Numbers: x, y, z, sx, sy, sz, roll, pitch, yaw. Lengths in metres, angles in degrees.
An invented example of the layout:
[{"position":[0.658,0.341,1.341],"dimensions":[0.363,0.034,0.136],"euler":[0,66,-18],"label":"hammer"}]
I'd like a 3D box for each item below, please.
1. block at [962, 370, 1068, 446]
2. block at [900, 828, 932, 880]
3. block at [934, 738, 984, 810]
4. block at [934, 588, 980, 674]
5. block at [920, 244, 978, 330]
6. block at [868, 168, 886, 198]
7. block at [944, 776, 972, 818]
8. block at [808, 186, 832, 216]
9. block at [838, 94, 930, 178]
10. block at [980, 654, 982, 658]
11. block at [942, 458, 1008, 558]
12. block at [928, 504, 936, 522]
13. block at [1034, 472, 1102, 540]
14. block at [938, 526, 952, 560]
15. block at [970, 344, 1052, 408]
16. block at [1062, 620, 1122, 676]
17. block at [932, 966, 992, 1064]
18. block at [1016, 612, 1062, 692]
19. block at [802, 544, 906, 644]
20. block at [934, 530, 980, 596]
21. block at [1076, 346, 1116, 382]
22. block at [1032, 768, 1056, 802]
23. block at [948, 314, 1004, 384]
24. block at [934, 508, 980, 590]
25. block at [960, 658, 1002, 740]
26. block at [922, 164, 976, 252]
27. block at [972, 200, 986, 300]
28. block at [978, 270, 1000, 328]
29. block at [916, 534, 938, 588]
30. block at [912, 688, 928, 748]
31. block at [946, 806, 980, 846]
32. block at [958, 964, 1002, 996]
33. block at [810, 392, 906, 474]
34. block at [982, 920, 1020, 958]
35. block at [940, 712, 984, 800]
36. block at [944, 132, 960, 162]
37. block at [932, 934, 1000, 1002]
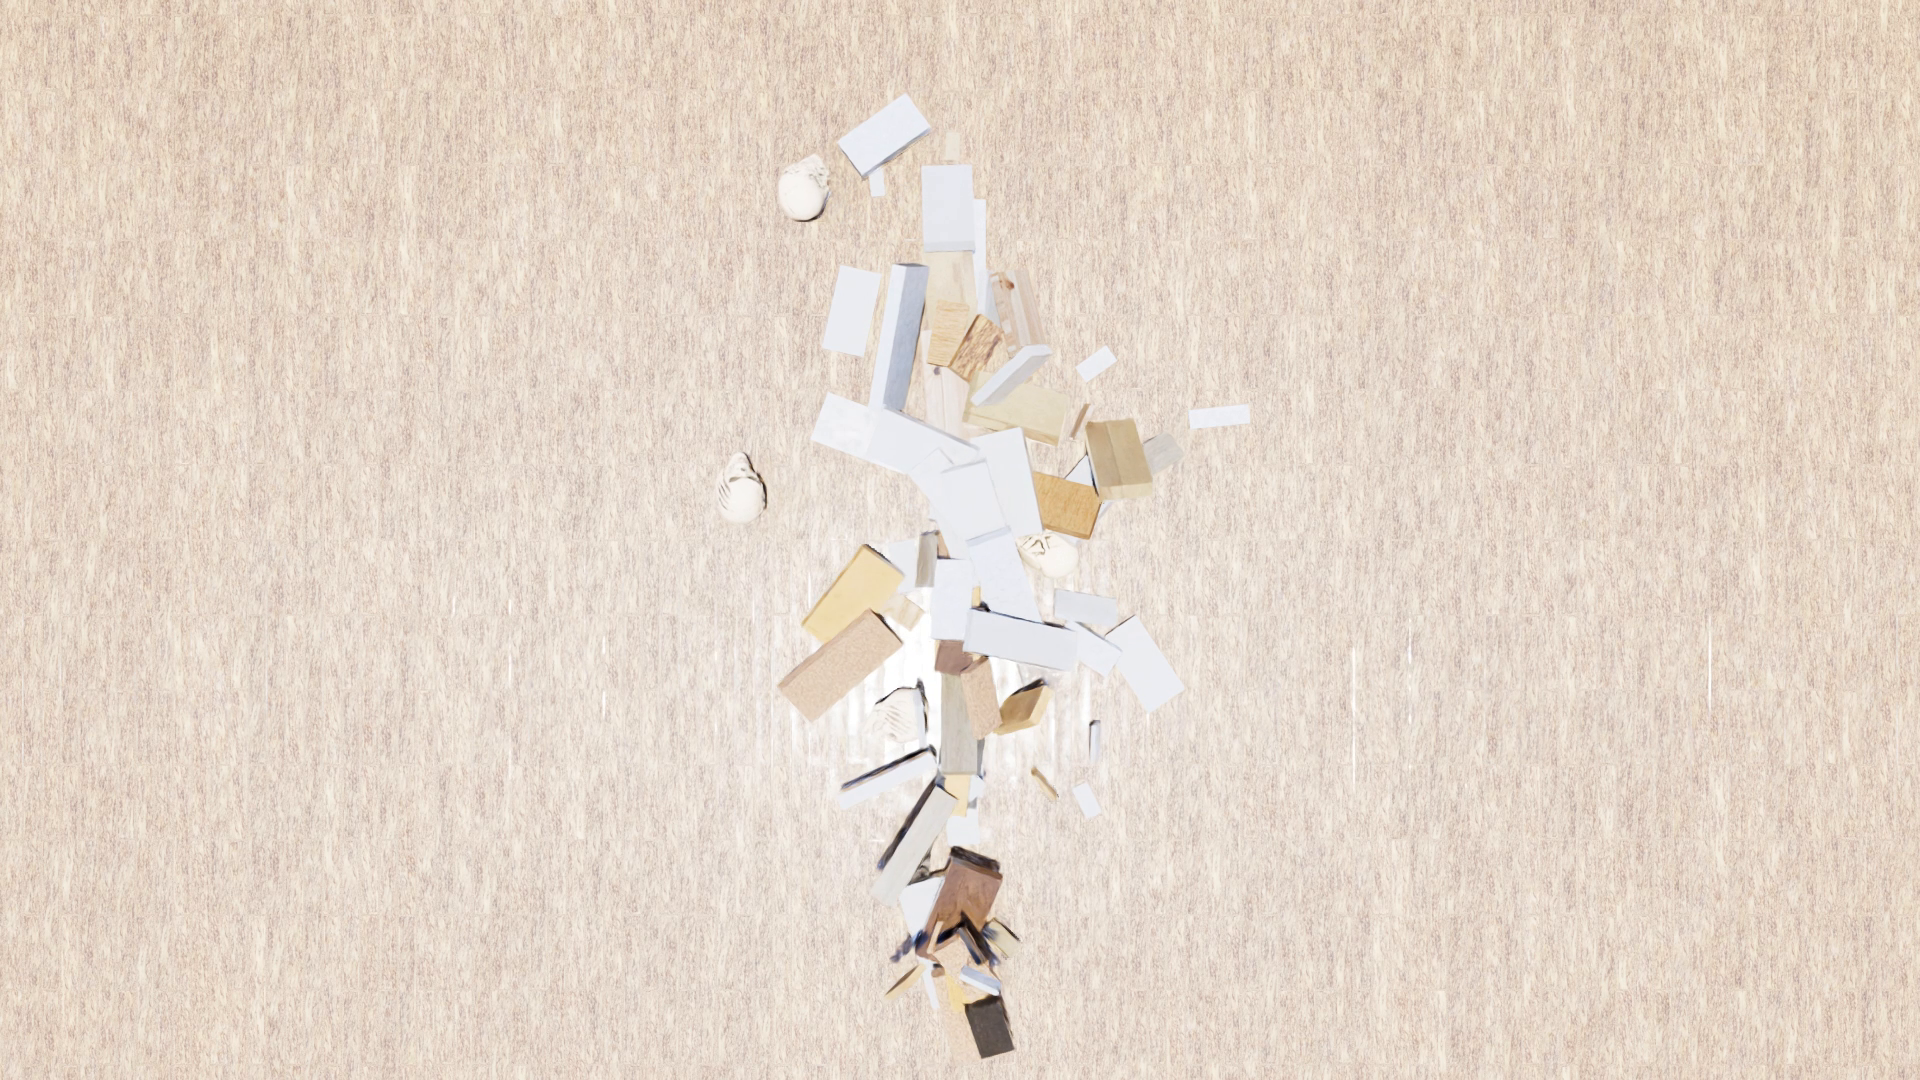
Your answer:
[{"position":[0.182,-0.429,5.398],"dimensions":[0.344,0.049,0.172],"euler":[13,90,-28],"label":"block"},{"position":[-0.152,1.073,5.484],"dimensions":[0.107,0.030,0.213],"euler":[7,90,-1],"label":"block"},{"position":[0.000,0.725,5.350],"dimensions":[0.140,0.040,0.281],"euler":[7,76,1],"label":"block"},{"position":[-0.010,0.279,5.341],"dimensions":[0.148,0.042,0.296],"euler":[-2,76,0],"label":"block"},{"position":[-0.030,-0.810,5.423],"dimensions":[0.166,0.047,0.332],"euler":[-5,108,2],"label":"block"},{"position":[-0.277,-1.190,5.493],"dimensions":[0.046,0.013,0.093],"euler":[-6,90,0],"label":"block"},{"position":[-0.009,0.803,5.277],"dimensions":[0.077,0.022,0.154],"euler":[7,91,13],"label":"block"},{"position":[-0.467,-1.131,5.493],"dimensions":[0.046,0.013,0.093],"euler":[27,90,0],"label":"block"},{"position":[-0.252,-1.339,5.466],"dimensions":[0.281,0.040,0.140],"euler":[-36,86,-4],"label":"block"},{"position":[-0.006,0.286,5.423],"dimensions":[0.148,0.042,0.296],"euler":[-1,67,0],"label":"block"},{"position":[0.054,-0.100,5.243],"dimensions":[0.147,0.042,0.293],"euler":[-15,109,10],"label":"block"},{"position":[-0.004,-0.186,5.440],"dimensions":[0.141,0.040,0.283],"euler":[12,75,4],"label":"block"},{"position":[0.286,-0.123,5.368],"dimensions":[0.332,0.047,0.166],"euler":[15,70,13],"label":"block"},{"position":[0.000,0.001,5.429],"dimensions":[0.141,0.040,0.283],"euler":[0,72,0],"label":"block"},{"position":[0.162,-0.517,5.200],"dimensions":[0.261,0.130,0.037],"euler":[-42,75,31],"label":"block"},{"position":[0.425,0.353,5.456],"dimensions":[0.206,0.029,0.103],"euler":[33,109,7],"label":"block"},{"position":[0.031,1.547,5.416],"dimensions":[0.174,0.049,0.348],"euler":[-14,110,0],"label":"block"},{"position":[0.242,0.379,5.482],"dimensions":[0.128,0.036,0.257],"euler":[-16,90,0],"label":"block"},{"position":[-0.352,0.198,5.427],"dimensions":[0.169,0.048,0.337],"euler":[36,100,-16],"label":"block"},{"position":[-0.010,0.116,5.435],"dimensions":[0.148,0.042,0.296],"euler":[-1,72,0],"label":"block"},{"position":[0.453,-0.585,5.491],"dimensions":[0.126,0.018,0.063],"euler":[-36,90,0],"label":"block"},{"position":[0.278,0.808,5.461],"dimensions":[0.016,0.056,0.112],"euler":[-38,101,13],"label":"block"},{"position":[0.053,-0.619,5.364],"dimensions":[0.105,0.030,0.210],"euler":[35,75,-24],"label":"block"},{"position":[0.028,0.013,5.351],"dimensions":[0.141,0.040,0.283],"euler":[-20,81,-1],"label":"block"},{"position":[0.068,0.506,5.259],"dimensions":[0.033,0.115,0.230],"euler":[3,113,38],"label":"block"},{"position":[-0.039,-1.087,5.393],"dimensions":[0.166,0.047,0.332],"euler":[-2,58,0],"label":"block"},{"position":[0.001,-0.960,5.476],"dimensions":[0.166,0.047,0.332],"euler":[0,90,0],"label":"block"},{"position":[0.098,-0.780,5.448],"dimensions":[0.030,0.105,0.210],"euler":[3,90,32],"label":"block"},{"position":[-0.106,0.069,5.295],"dimensions":[0.024,0.085,0.169],"euler":[9,82,-28],"label":"block"},{"position":[-0.129,0.569,5.268],"dimensions":[0.024,0.086,0.172],"euler":[-8,122,-4],"label":"block"},{"position":[0.004,0.904,5.485],"dimensions":[0.107,0.030,0.213],"euler":[-5,90,0],"label":"block"},{"position":[0.061,1.321,4.946],"dimensions":[0.126,0.063,0.018],"euler":[24,104,3],"label":"block"},{"position":[-0.309,-0.353,5.476],"dimensions":[0.334,0.047,0.167],"euler":[20,90,0],"label":"block"},{"position":[0.137,1.316,5.444],"dimensions":[0.119,0.017,0.059],"euler":[39,57,21],"label":"block"},{"position":[0.005,0.710,5.435],"dimensions":[0.140,0.040,0.281],"euler":[0,74,-1],"label":"block"},{"position":[-0.025,-1.310,5.493],"dimensions":[0.046,0.013,0.093],"euler":[4,90,0],"label":"block"},{"position":[0.023,1.364,5.270],"dimensions":[0.113,0.032,0.227],"euler":[-32,109,8],"label":"block"}]
